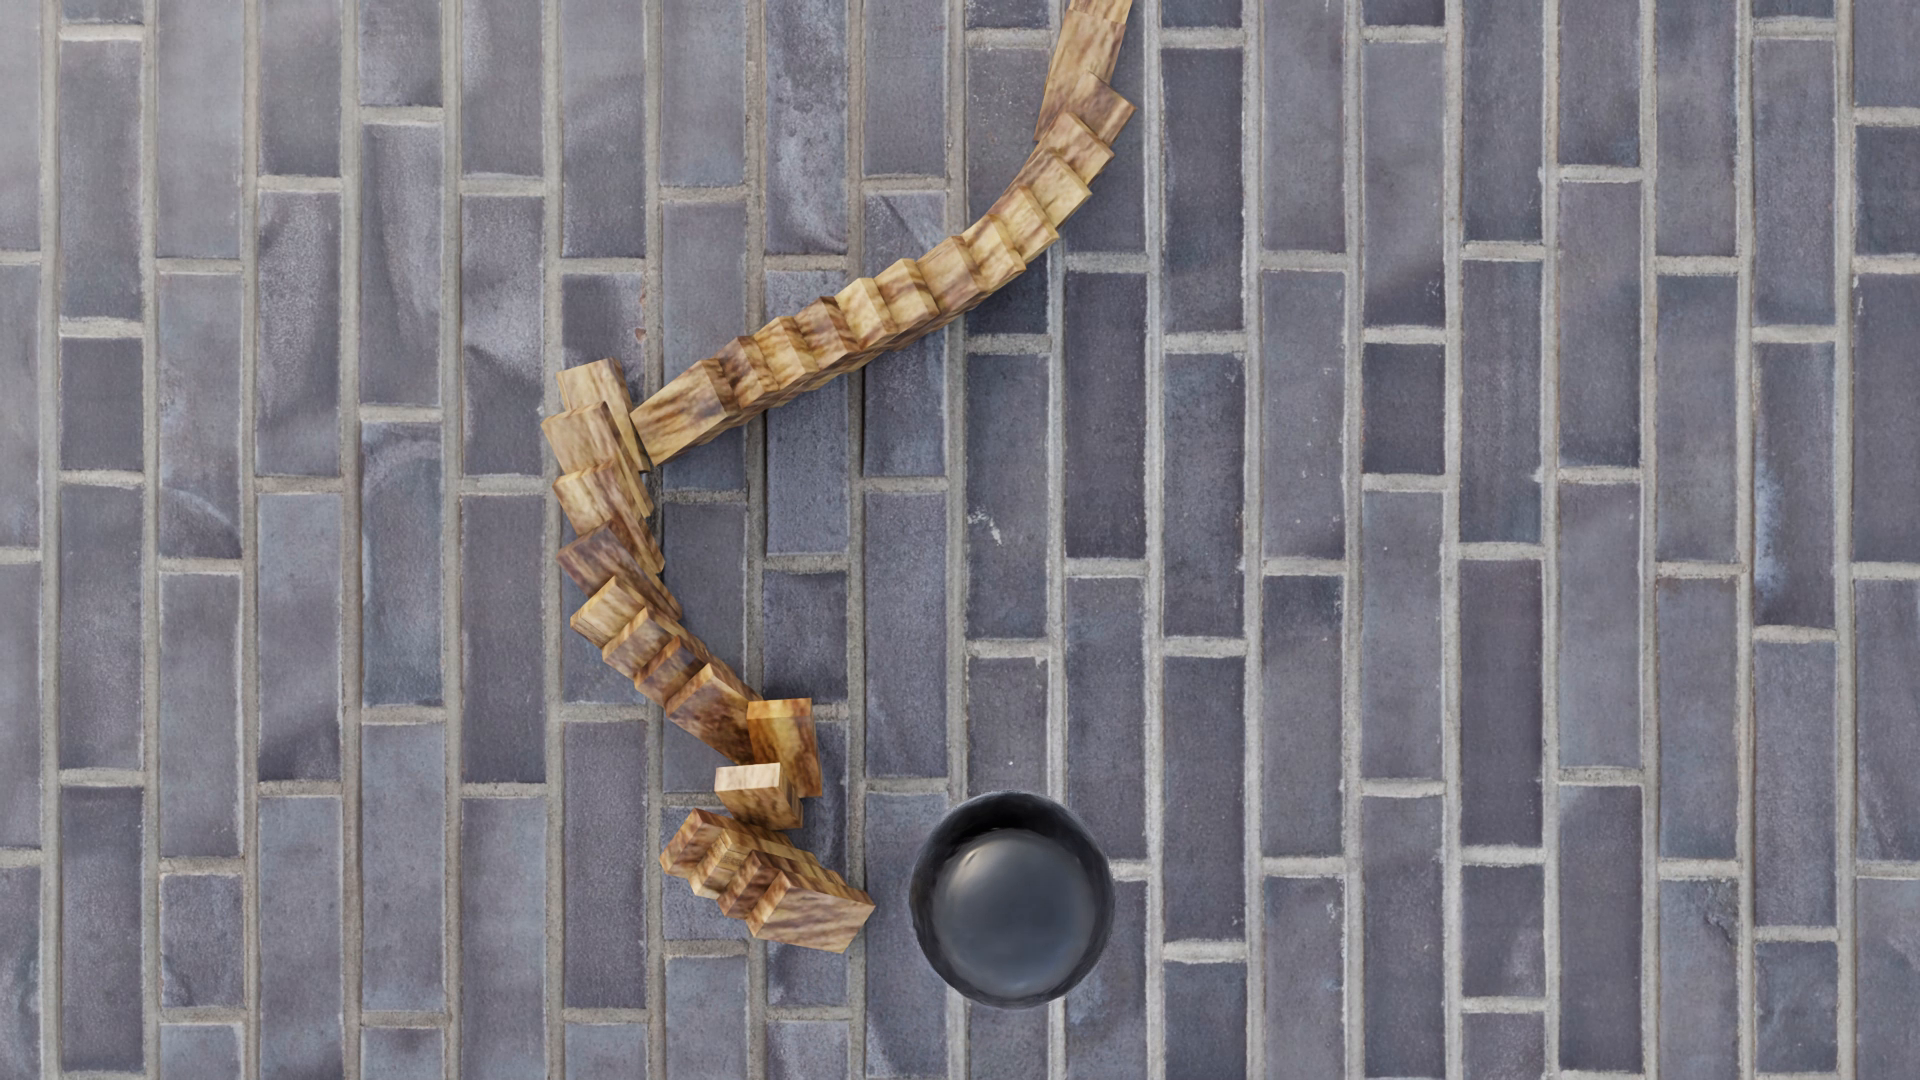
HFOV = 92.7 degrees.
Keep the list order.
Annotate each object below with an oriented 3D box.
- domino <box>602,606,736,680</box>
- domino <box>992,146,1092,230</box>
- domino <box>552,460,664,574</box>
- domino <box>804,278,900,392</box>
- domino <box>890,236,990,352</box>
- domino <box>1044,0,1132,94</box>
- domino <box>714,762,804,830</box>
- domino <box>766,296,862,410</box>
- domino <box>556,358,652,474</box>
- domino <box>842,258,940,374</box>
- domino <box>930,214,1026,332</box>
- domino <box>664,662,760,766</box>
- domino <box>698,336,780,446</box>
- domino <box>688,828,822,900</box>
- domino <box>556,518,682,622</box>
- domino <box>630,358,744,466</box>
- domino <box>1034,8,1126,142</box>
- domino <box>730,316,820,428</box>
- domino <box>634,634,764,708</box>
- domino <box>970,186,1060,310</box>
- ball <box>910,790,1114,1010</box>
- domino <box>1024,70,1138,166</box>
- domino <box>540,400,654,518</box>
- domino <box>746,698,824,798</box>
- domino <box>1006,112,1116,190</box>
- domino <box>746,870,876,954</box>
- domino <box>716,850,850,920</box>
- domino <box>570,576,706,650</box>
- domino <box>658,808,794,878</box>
[{"bbox_3d":[-0.120,0.052,0.382,0.025,0.010,0.050,-44,124,0],"label":"domino"},{"bbox_3d":[0.028,-0.135,0.382,0.025,0.010,0.050,49,124,-2],"label":"domino"},{"bbox_3d":[-0.147,-0.006,0.384,0.025,0.009,0.050,-17,117,1],"label":"domino"},{"bbox_3d":[-0.051,-0.085,0.383,0.050,0.010,0.025,-26,90,32],"label":"domino"},{"bbox_3d":[-0.014,-0.102,0.382,0.050,0.009,0.025,-26,93,34],"label":"domino"},{"bbox_3d":[0.056,-0.215,0.395,0.025,0.010,0.050,18,90,0],"label":"domino"},{"bbox_3d":[-0.082,0.107,0.377,0.025,0.050,0.010,-5,55,0],"label":"domino"},{"bbox_3d":[-0.067,-0.078,0.382,0.050,0.010,0.025,-27,90,32],"label":"domino"},{"bbox_3d":[-0.154,-0.051,0.395,0.025,0.009,0.050,-16,90,0],"label":"domino"},{"bbox_3d":[-0.035,-0.093,0.383,0.050,0.010,0.025,-26,90,31],"label":"domino"},{"bbox_3d":[0.001,-0.110,0.382,0.050,0.010,0.025,-27,93,34],"label":"domino"},{"bbox_3d":[-0.095,0.075,0.382,0.025,0.009,0.050,-43,126,0],"label":"domino"},{"bbox_3d":[-0.100,-0.062,0.383,0.050,0.009,0.025,-27,90,33],"label":"domino"},{"bbox_3d":[-0.084,0.138,0.380,0.050,0.010,0.025,35,90,-42],"label":"domino"},{"bbox_3d":[-0.142,0.019,0.385,0.025,0.009,0.050,-31,116,0],"label":"domino"},{"bbox_3d":[-0.115,-0.053,0.382,0.050,0.010,0.025,-25,91,33],"label":"domino"},{"bbox_3d":[0.050,-0.191,0.385,0.025,0.009,0.050,16,115,1],"label":"domino"},{"bbox_3d":[-0.084,-0.070,0.383,0.050,0.010,0.025,-27,90,32],"label":"domino"},{"bbox_3d":[-0.108,0.064,0.382,0.025,0.010,0.050,-43,124,0],"label":"domino"},{"bbox_3d":[0.014,-0.121,0.382,0.050,0.010,0.025,-32,91,34],"label":"domino"},{"bbox_3d":[0.020,0.140,0.360,0.080,0.080,0.080,0,90,0],"label":"ball"},{"bbox_3d":[0.048,-0.166,0.383,0.025,0.010,0.050,38,120,0],"label":"domino"},{"bbox_3d":[-0.151,-0.030,0.383,0.025,0.009,0.050,-16,117,0],"label":"domino"},{"bbox_3d":[-0.072,0.087,0.381,0.025,0.010,0.050,-3,126,-3],"label":"domino"},{"bbox_3d":[0.038,-0.148,0.382,0.025,0.010,0.050,45,124,0],"label":"domino"},{"bbox_3d":[-0.061,0.155,0.380,0.050,0.010,0.025,35,90,-42],"label":"domino"},{"bbox_3d":[-0.073,0.146,0.380,0.050,0.010,0.025,35,90,-42],"label":"domino"},{"bbox_3d":[-0.134,0.040,0.383,0.025,0.009,0.050,-44,121,0],"label":"domino"},{"bbox_3d":[-0.096,0.130,0.380,0.050,0.010,0.025,35,90,-42],"label":"domino"}]
